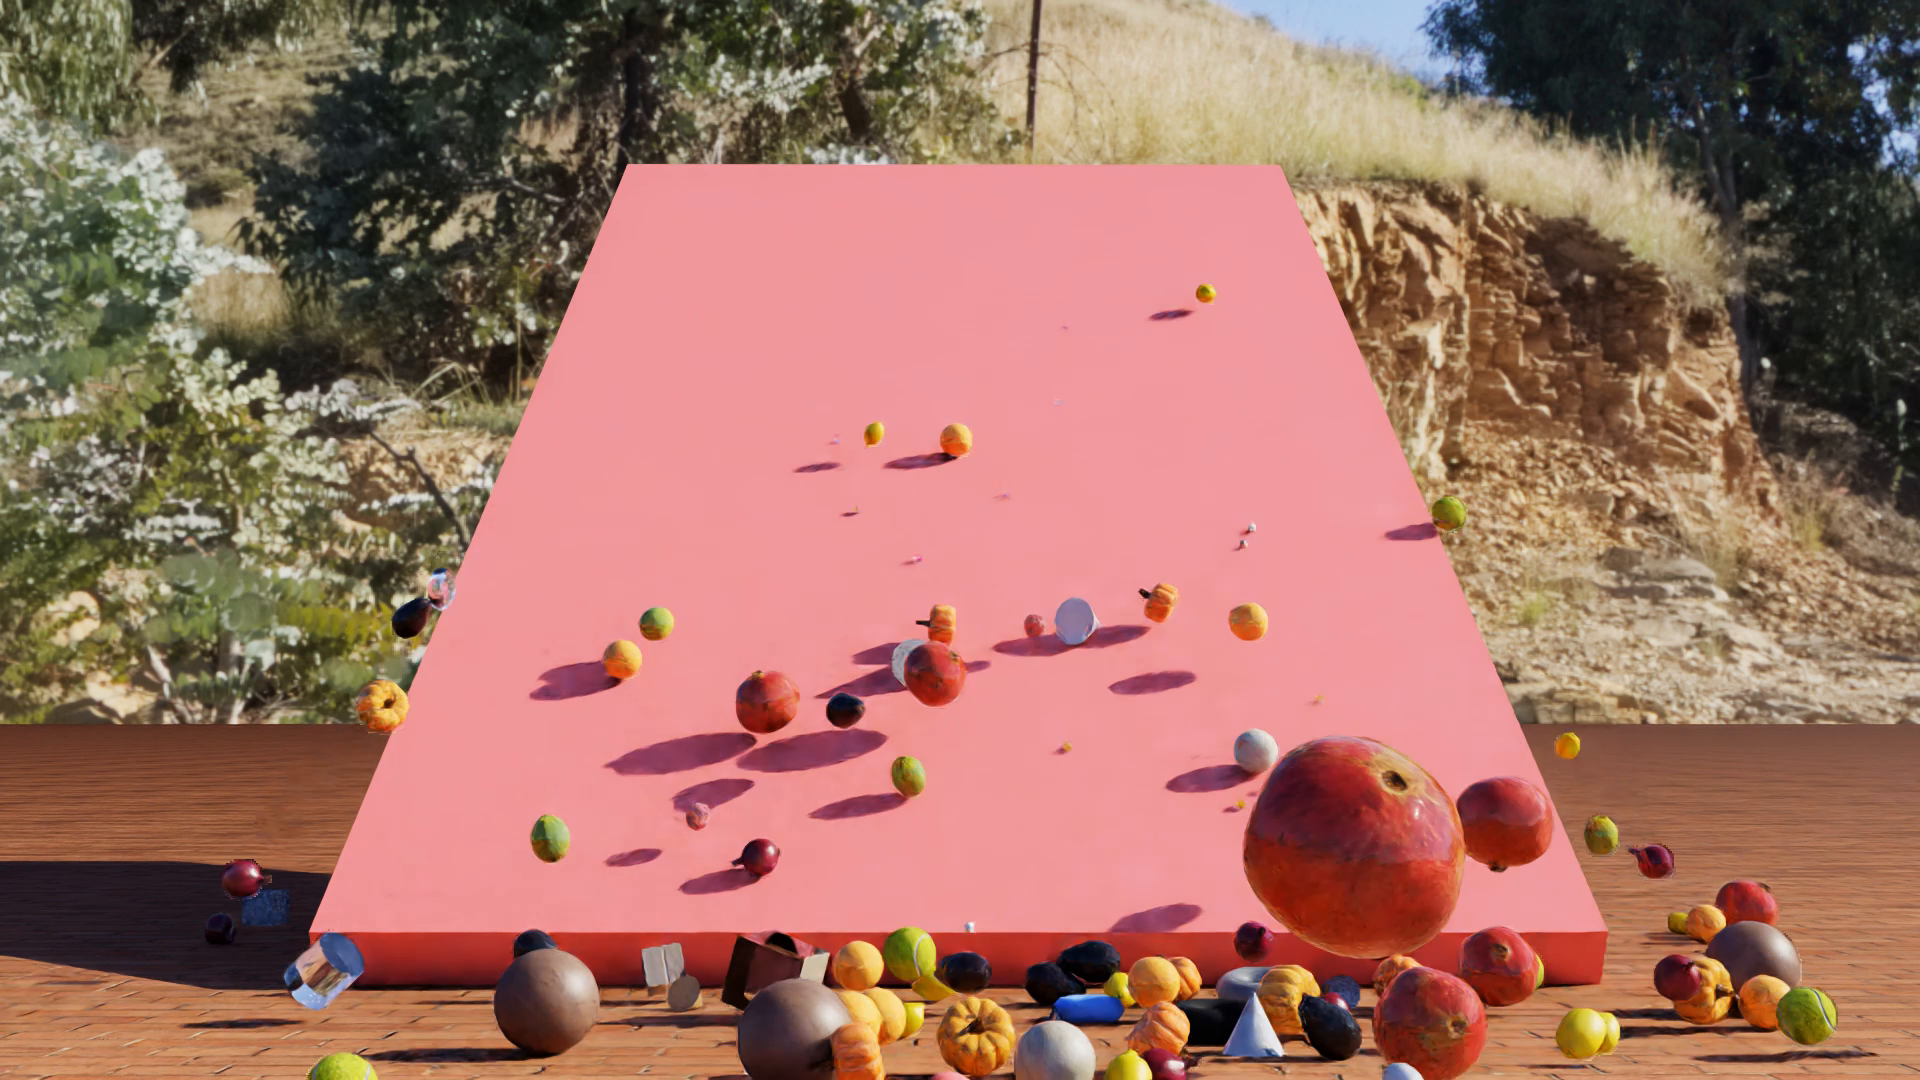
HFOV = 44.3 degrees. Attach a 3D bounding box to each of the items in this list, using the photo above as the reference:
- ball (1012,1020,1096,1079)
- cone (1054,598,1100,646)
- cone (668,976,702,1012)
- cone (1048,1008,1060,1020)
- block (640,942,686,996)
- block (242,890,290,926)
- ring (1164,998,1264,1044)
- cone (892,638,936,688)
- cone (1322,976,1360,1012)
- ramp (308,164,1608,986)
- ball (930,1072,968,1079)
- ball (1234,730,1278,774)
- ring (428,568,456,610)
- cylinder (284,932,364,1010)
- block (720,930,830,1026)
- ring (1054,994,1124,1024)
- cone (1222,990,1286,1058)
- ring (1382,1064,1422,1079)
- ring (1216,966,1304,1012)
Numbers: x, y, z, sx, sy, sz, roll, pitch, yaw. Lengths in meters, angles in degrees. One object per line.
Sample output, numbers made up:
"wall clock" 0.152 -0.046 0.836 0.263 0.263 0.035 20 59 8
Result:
"ball" 0.102 0.563 2.538 0.090 0.090 0.090 0 -4 0
"cone" 0.244 0.159 4.493 0.091 0.091 0.091 -3 -9 38
"cone" -0.382 0.659 3.372 0.054 0.054 0.054 -2 -31 28
"cone" 0.109 0.582 2.741 0.081 0.081 0.081 0 -4 0
"block" -0.433 0.629 3.447 0.057 0.057 0.057 -8 -23 -12
"block" -1.399 0.741 4.750 0.067 0.067 0.067 -1 -4 13
"ring" 0.332 0.625 3.058 0.136 0.045 0.136 -1 -3 0
"cone" -0.105 0.227 4.347 0.092 0.092 0.092 2 -4 -27
"cone" 0.548 0.658 3.367 0.055 0.055 0.055 -1 -31 16
"ramp" -0.010 -0.229 5.447 2.000 0.100 4.000 0 26 0
"ball" -0.011 0.565 2.370 0.060 0.060 0.060 0 -4 0
"ball" 0.507 0.362 4.038 0.076 0.076 0.076 0 -4 0
"ring" -0.995 0.093 4.526 0.028 0.083 0.083 2 -4 16
"cylinder" -0.868 0.588 3.218 0.076 0.076 0.076 -42 -18 15
"block" -0.254 0.602 3.249 0.095 0.095 0.095 17 4 28
"ring" 0.177 0.645 3.240 0.097 0.032 0.097 0 -6 0
"cone" 0.365 0.598 2.927 0.078 0.078 0.078 0 -4 0
"ring" 0.429 0.541 2.231 0.031 0.094 0.094 -19 -2 -8
"ring" 0.430 0.644 3.378 0.126 0.042 0.126 -3 6 0
